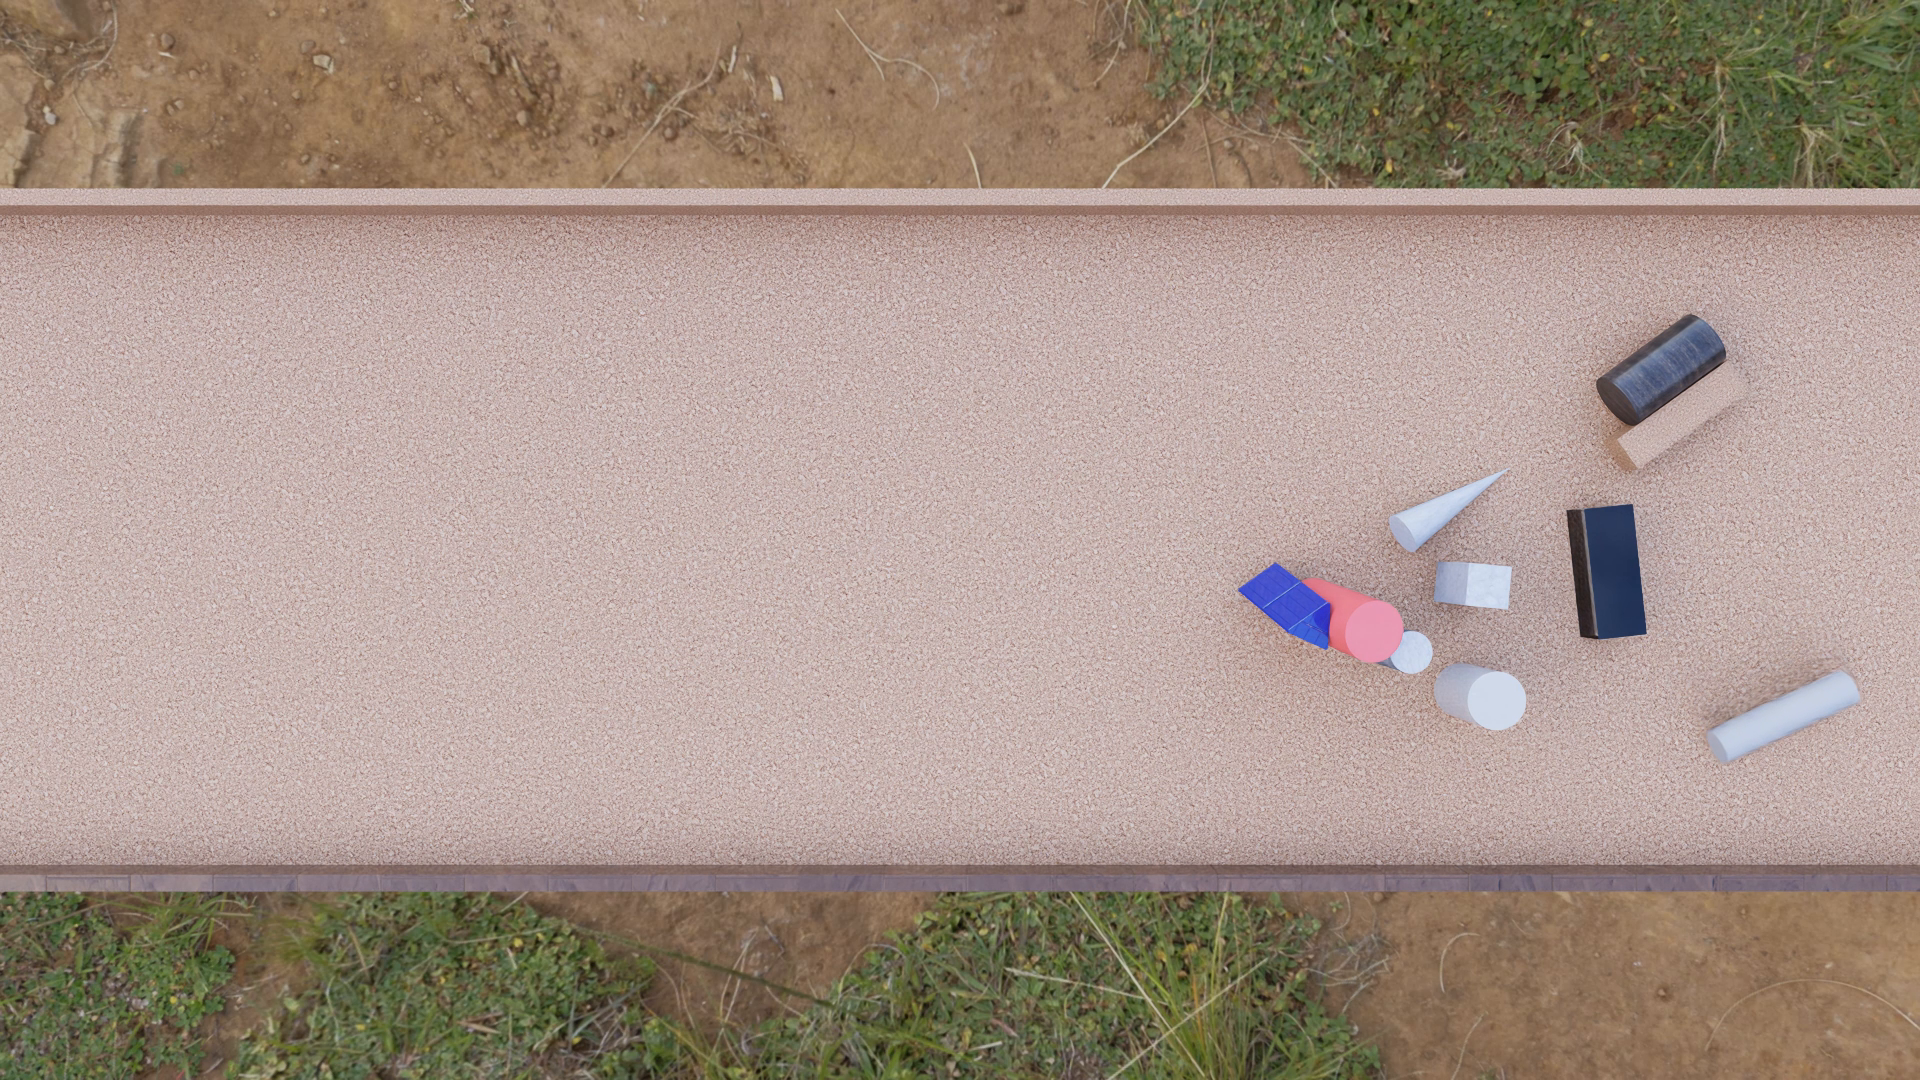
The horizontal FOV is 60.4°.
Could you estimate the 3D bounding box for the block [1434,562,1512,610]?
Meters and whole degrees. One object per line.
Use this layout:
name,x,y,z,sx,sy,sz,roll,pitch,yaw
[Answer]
block,1.525,0.133,4.917,0.123,0.319,0.123,6,90,0

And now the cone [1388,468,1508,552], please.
cone,1.519,-0.121,5.045,0.410,0.129,0.129,-30,90,-9

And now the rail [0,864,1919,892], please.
rail,-2.247,1.025,5.001,12.000,0.150,0.050,0,90,0

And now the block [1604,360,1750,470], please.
block,2.178,-0.378,5.021,0.412,0.110,0.110,-36,90,0

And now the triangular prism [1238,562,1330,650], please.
triangular prism,0.981,0.179,4.879,0.144,0.351,0.125,24,101,-21

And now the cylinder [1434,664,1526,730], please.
cylinder,1.543,0.462,4.908,0.169,0.337,0.169,0,90,0

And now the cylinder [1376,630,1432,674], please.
cylinder,1.289,0.320,4.896,0.122,0.359,0.122,0,91,-1

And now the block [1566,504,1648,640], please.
block,1.960,0.095,5.003,0.146,0.146,0.392,-6,90,0

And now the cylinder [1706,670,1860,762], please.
cylinder,2.503,0.536,5.023,0.439,0.107,0.107,-25,90,0

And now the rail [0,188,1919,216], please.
rail,-2.247,-1.025,5.002,12.000,0.150,0.050,0,90,0

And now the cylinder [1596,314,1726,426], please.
cylinder,2.118,-0.514,4.988,0.328,0.178,0.178,-36,90,0

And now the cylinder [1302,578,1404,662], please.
cylinder,1.124,0.232,4.854,0.179,0.414,0.179,-2,98,-12
